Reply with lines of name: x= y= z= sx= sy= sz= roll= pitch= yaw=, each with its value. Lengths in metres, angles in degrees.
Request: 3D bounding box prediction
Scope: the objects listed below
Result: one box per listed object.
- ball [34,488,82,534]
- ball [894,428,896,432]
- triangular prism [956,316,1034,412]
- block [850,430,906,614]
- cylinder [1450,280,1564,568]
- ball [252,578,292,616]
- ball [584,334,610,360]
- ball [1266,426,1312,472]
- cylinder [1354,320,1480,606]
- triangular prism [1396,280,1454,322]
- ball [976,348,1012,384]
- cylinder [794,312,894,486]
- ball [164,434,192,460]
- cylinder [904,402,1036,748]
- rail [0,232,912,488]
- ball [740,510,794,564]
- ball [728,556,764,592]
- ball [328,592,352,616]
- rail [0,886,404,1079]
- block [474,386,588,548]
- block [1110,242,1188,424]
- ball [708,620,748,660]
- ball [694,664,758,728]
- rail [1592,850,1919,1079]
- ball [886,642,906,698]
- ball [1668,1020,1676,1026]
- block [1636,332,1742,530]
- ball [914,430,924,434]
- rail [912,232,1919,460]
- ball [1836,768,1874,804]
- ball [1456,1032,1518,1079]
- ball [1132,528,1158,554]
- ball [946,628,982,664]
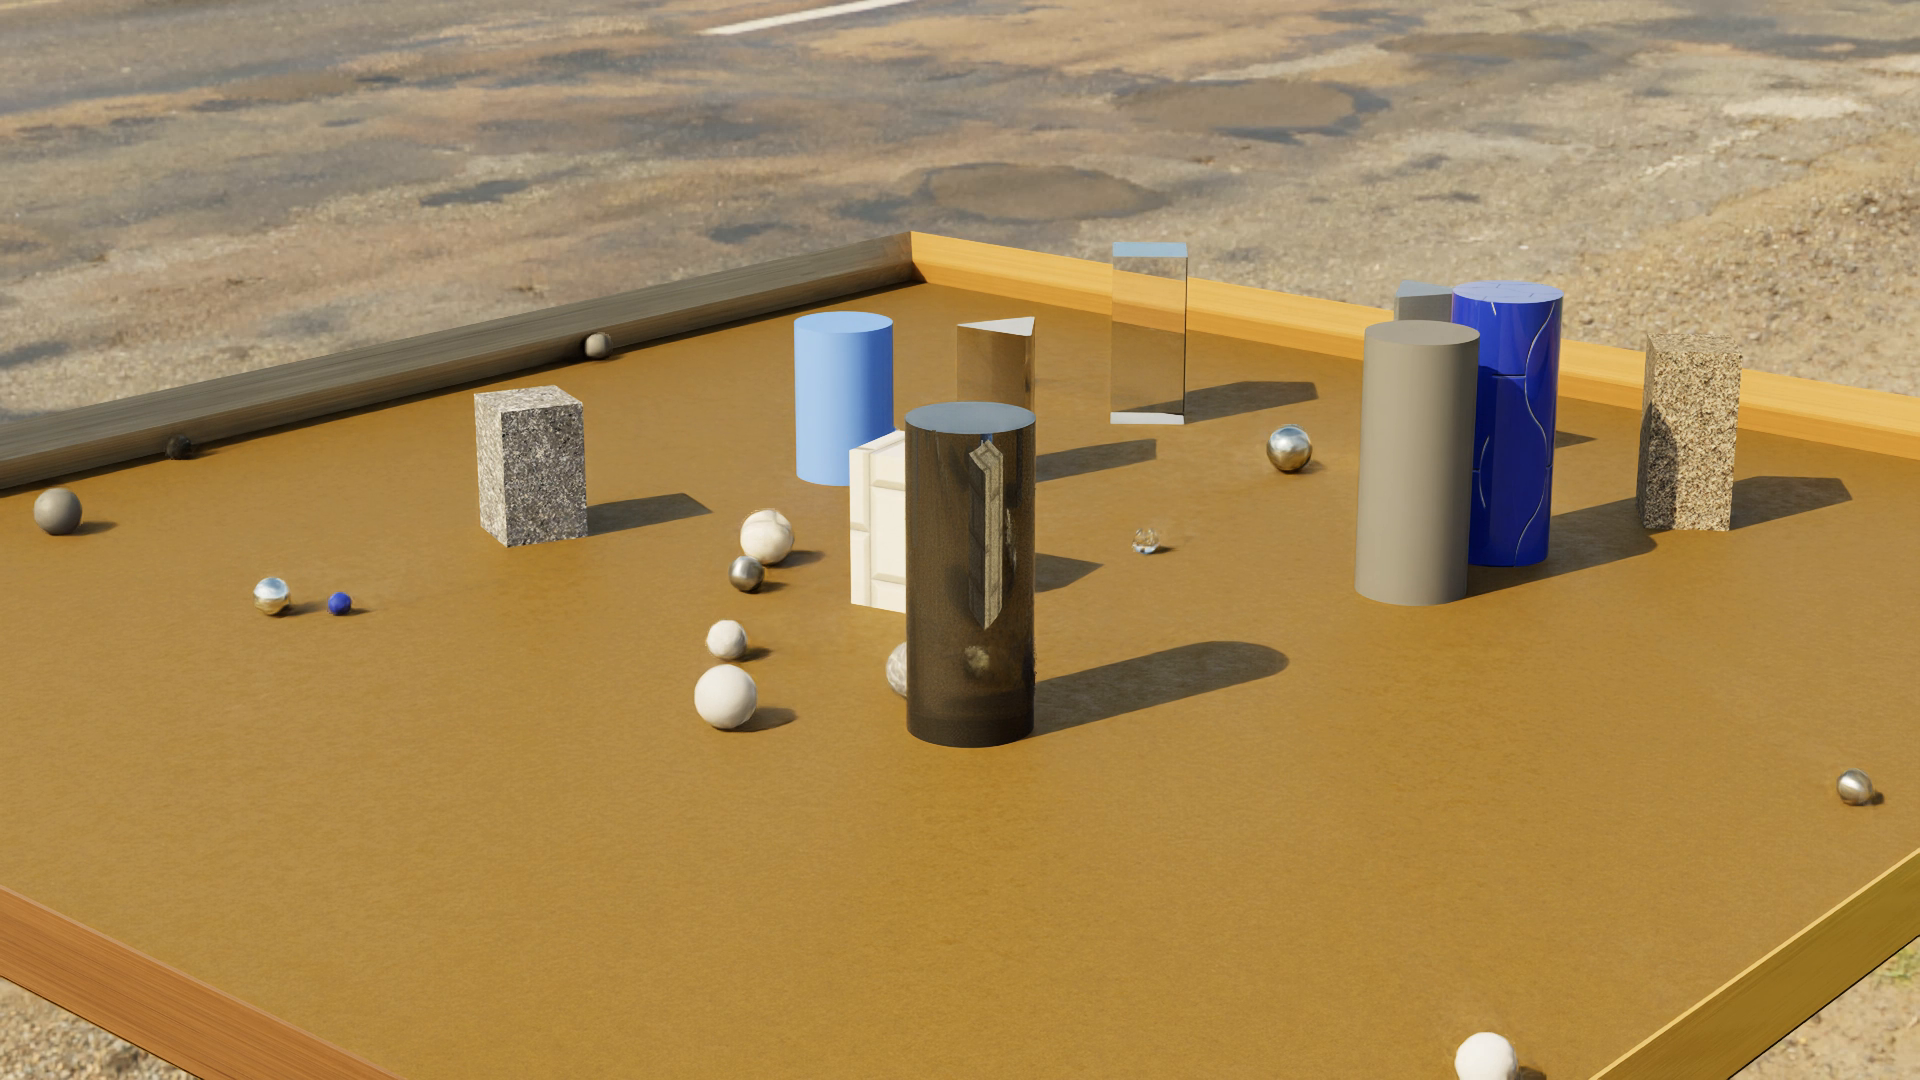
ball: x=-1.685 y=-0.055 z=5.479 sx=0.088 sy=0.088 sz=0.088 roll=0 pitch=17 yaw=0
ball: x=-0.151 y=-0.206 z=6.028 sx=0.061 sy=0.061 sz=0.061 roll=0 pitch=17 yaw=0
triangular prism: x=0.105 y=-0.286 z=5.874 sx=0.170 sy=0.302 sz=0.147 roll=11 pitch=20 yaw=33
block: x=-0.081 y=-0.030 z=5.074 sx=0.157 sy=0.274 sz=0.157 roll=10 pitch=19 yaw=29
cylinder: x=0.980 y=-0.211 z=5.310 sx=0.196 sy=0.486 sz=0.196 roll=0 pitch=17 yaw=0
ball: x=-1.178 y=0.096 z=5.018 sx=0.065 sy=0.065 sz=0.065 roll=0 pitch=17 yaw=0
ball: x=-0.847 y=-0.451 z=6.840 sx=0.061 sy=0.061 sz=0.061 roll=0 pitch=17 yaw=0
ball: x=0.662 y=-0.183 z=5.897 sx=0.092 sy=0.092 sz=0.092 roll=0 pitch=17 yaw=0
cylinder: x=0.793 y=-0.135 z=5.099 sx=0.196 sy=0.462 sz=0.196 roll=0 pitch=17 yaw=0
triangular prism: x=0.922 y=-0.333 z=5.927 sx=0.170 sy=0.363 sz=0.147 roll=-5 pitch=17 yaw=-16
ball: x=0.075 y=-0.393 z=6.612 sx=0.082 sy=0.082 sz=0.082 roll=0 pitch=17 yaw=0
cylinder: x=-0.231 y=-0.284 z=5.855 sx=0.196 sy=0.310 sz=0.196 roll=0 pitch=17 yaw=0
ball: x=-1.599 y=-0.191 z=5.993 sx=0.052 sy=0.052 sz=0.052 roll=0 pitch=17 yaw=0
cylinder: x=0.015 y=0.051 z=4.435 sx=0.196 sy=0.488 sz=0.196 roll=0 pitch=17 yaw=0
rail: x=-1.396 y=-0.318 z=6.280 sx=0.045 sy=0.127 sz=3.919 roll=14 pitch=22 yaw=39
ball: x=-0.348 y=-0.004 z=5.295 sx=0.098 sy=0.098 sz=0.098 roll=0 pitch=17 yaw=0
ball: x=-0.375 y=0.059 z=5.146 sx=0.063 sy=0.063 sz=0.063 roll=0 pitch=17 yaw=0
ball: x=-1.062 y=0.109 z=5.019 sx=0.040 sy=0.040 sz=0.040 roll=0 pitch=17 yaw=0
rail: x=-1.269 y=0.454 z=3.720 sx=3.744 sy=0.127 sz=0.045 roll=14 pitch=22 yaw=39
block: x=-0.800 y=-0.139 z=5.467 sx=0.157 sy=0.257 sz=0.157 roll=-8 pitch=19 yaw=-26
block: x=0.404 y=-0.445 z=6.296 sx=0.157 sy=0.363 sz=0.157 roll=1 pitch=17 yaw=3
ball: x=-0.380 y=0.163 z=4.794 sx=0.066 sy=0.066 sz=0.066 roll=0 pitch=17 yaw=0
ball: x=-0.358 y=0.240 z=4.486 sx=0.098 sy=0.098 sz=0.098 roll=0 pitch=17 yaw=0
rail: x=1.396 y=0.382 z=3.960 sx=0.045 sy=0.127 sz=3.919 roll=14 pitch=22 yaw=39
ball: x=-0.068 y=0.205 z=4.606 sx=0.095 sy=0.095 sz=0.095 roll=0 pitch=17 yaw=0
ball: x=0.846 y=0.585 z=3.413 sx=0.056 sy=0.056 sz=0.056 roll=0 pitch=17 yaw=0
block: x=1.375 y=-0.205 z=5.541 sx=0.157 sy=0.341 sz=0.157 roll=2 pitch=17 yaw=7
ball: x=-0.089 y=-0.184 z=5.933 sx=0.073 sy=0.073 sz=0.073 roll=0 pitch=17 yaw=0
rail: x=1.269 y=-0.390 z=6.520 sx=3.744 sy=0.127 sz=0.045 roll=14 pitch=22 yaw=39
ball: x=1.279 y=0.353 z=4.192 sx=0.051 sy=0.051 sz=0.051 roll=0 pitch=17 yaw=0
ball: x=0.601 y=0.597 z=3.345 sx=0.071 sy=0.071 sz=0.071 roll=0 pitch=17 yaw=0
ball: x=0.339 y=0.002 z=5.361 sx=0.048 sy=0.048 sz=0.048 roll=0 pitch=17 yaw=0
ball: x=0.007 y=0.173 z=4.780 sx=0.056 sy=0.056 sz=0.056 roll=0 pitch=17 yaw=0
